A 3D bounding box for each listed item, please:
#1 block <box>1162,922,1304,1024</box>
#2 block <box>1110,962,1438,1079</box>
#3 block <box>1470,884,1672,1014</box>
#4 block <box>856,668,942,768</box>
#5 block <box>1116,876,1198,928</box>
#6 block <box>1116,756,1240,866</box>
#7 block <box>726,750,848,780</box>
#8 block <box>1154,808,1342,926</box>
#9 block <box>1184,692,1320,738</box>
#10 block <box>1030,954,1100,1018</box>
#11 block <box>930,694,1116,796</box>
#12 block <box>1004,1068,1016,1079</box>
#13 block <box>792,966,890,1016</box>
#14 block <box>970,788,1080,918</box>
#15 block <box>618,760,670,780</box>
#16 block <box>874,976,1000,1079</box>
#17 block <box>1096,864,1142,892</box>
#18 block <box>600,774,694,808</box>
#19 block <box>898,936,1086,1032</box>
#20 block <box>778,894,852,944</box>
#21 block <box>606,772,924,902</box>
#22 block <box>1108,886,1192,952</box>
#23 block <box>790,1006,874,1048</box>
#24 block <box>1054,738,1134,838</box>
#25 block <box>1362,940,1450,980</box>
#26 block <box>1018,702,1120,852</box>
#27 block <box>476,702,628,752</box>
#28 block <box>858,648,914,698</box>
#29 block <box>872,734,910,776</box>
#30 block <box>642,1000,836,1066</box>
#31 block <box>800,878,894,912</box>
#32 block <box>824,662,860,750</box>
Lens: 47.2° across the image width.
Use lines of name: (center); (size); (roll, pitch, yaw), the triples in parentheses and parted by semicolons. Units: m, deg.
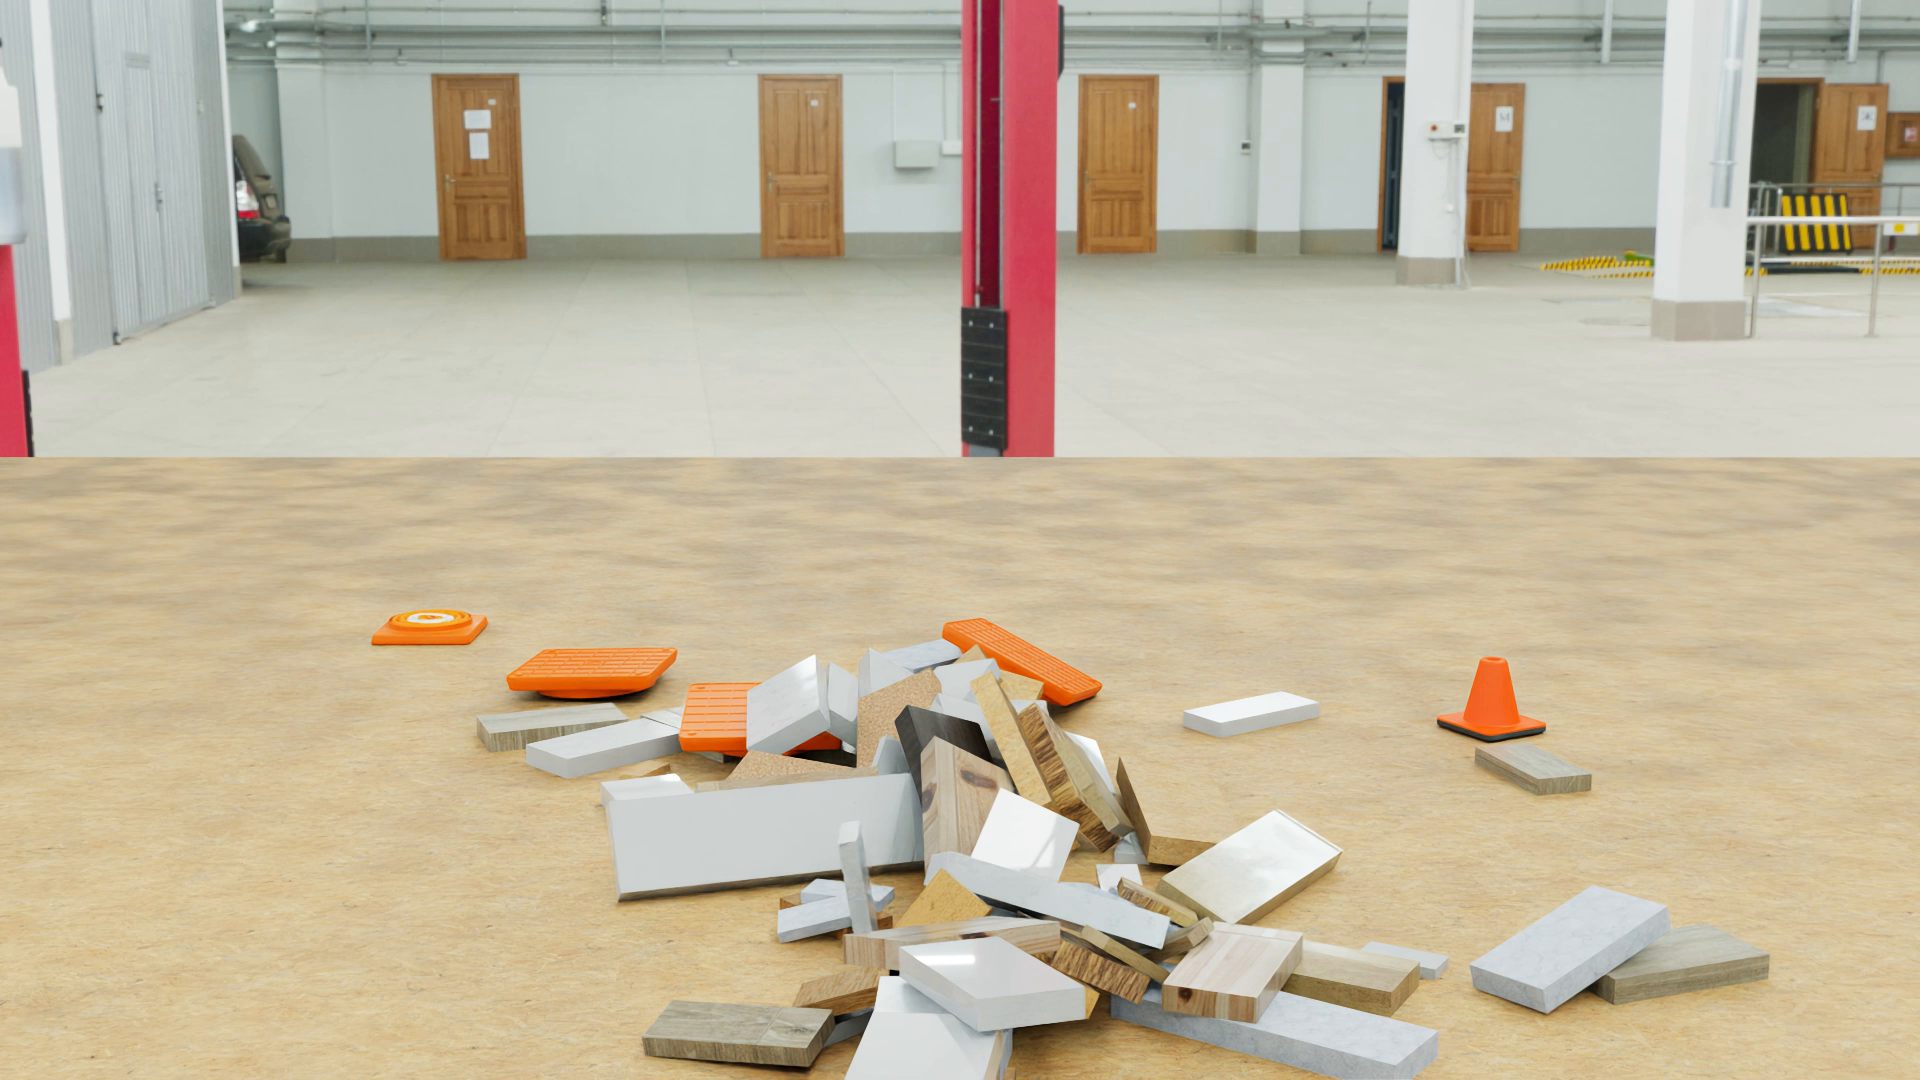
block: (0.397, 0.622, 3.177); (0.136, 0.039, 0.272); (4, 11, 22)
block: (0.436, 0.678, 3.085); (0.440, 0.040, 0.140); (7, 13, 35)
block: (0.909, 0.605, 3.271); (0.280, 0.040, 0.140); (-23, 18, -30)
block: (-0.113, 0.383, 4.145); (0.160, 0.045, 0.320); (-24, 31, 13)
block: (0.307, 0.566, 3.423); (0.127, 0.018, 0.063); (25, 5, -1)
block: (0.397, 0.493, 3.997); (0.170, 0.048, 0.490); (7, 10, -4)
block: (-0.290, 0.472, 4.007); (0.313, 0.044, 0.157); (6, 38, 30)
block: (0.482, 0.551, 3.637); (0.136, 0.039, 0.433); (32, 25, 25)
block: (0.628, 0.375, 4.736); (0.288, 0.033, 0.117); (-7, 13, -35)
block: (0.087, 0.599, 3.113); (0.131, 0.037, 0.394); (26, -6, -8)
block: (0.114, 0.397, 4.101); (0.340, 0.048, 0.170); (18, 25, -21)
block: (-0.027, 0.688, 2.519); (0.150, 0.043, 0.620); (-1, -2, 5)
block: (-0.138, 0.630, 3.090); (0.186, 0.026, 0.093); (-16, 8, 8)
block: (0.081, 0.522, 3.438); (0.140, 0.040, 0.280); (25, 41, 2)
block: (-0.623, 0.457, 4.343); (0.052, 0.015, 0.104); (5, 12, 26)
block: (-0.030, 0.599, 2.569); (0.150, 0.043, 0.301); (-2, 17, 4)
block: (0.265, 0.584, 3.550); (0.069, 0.020, 0.313); (0, 11, -1)
block: (-0.556, 0.498, 4.053); (0.145, 0.041, 0.291); (-4, 11, -22)
block: (0.034, 0.521, 2.597); (0.131, 0.037, 0.262); (-2, 4, -21)
block: (-0.219, 0.594, 3.468); (0.136, 0.019, 0.068); (-14, 22, 2)
block: (-0.322, 0.501, 3.726); (0.532, 0.160, 0.045); (-3, -27, -18)
block: (0.318, 0.593, 3.432); (0.188, 0.018, 0.063); (29, 12, 40)
block: (-0.182, 0.678, 3.122); (0.093, 0.026, 0.186); (10, 14, 43)
block: (0.238, 0.440, 3.898); (0.026, 0.183, 0.091); (-37, -24, 9)
block: (0.674, 0.640, 3.349); (0.125, 0.018, 0.063); (6, 12, 30)
block: (0.194, 0.423, 3.948); (0.040, 0.140, 0.280); (-37, 35, 9)
block: (-0.855, 0.393, 4.618); (0.291, 0.041, 0.145); (-4, 11, -22)
block: (-0.129, 0.322, 4.498); (0.157, 0.044, 0.313); (31, 10, -10)
block: (-0.124, 0.448, 3.922); (0.091, 0.182, 0.026); (29, -33, -17)
block: (-0.304, 0.678, 3.027); (0.245, 0.028, 0.100); (-1, 19, 19)
block: (-0.182, 0.575, 3.557); (0.136, 0.019, 0.068); (3, 11, 18)
block: (-0.211, 0.342, 4.407); (0.148, 0.042, 0.296); (32, 11, -10)
